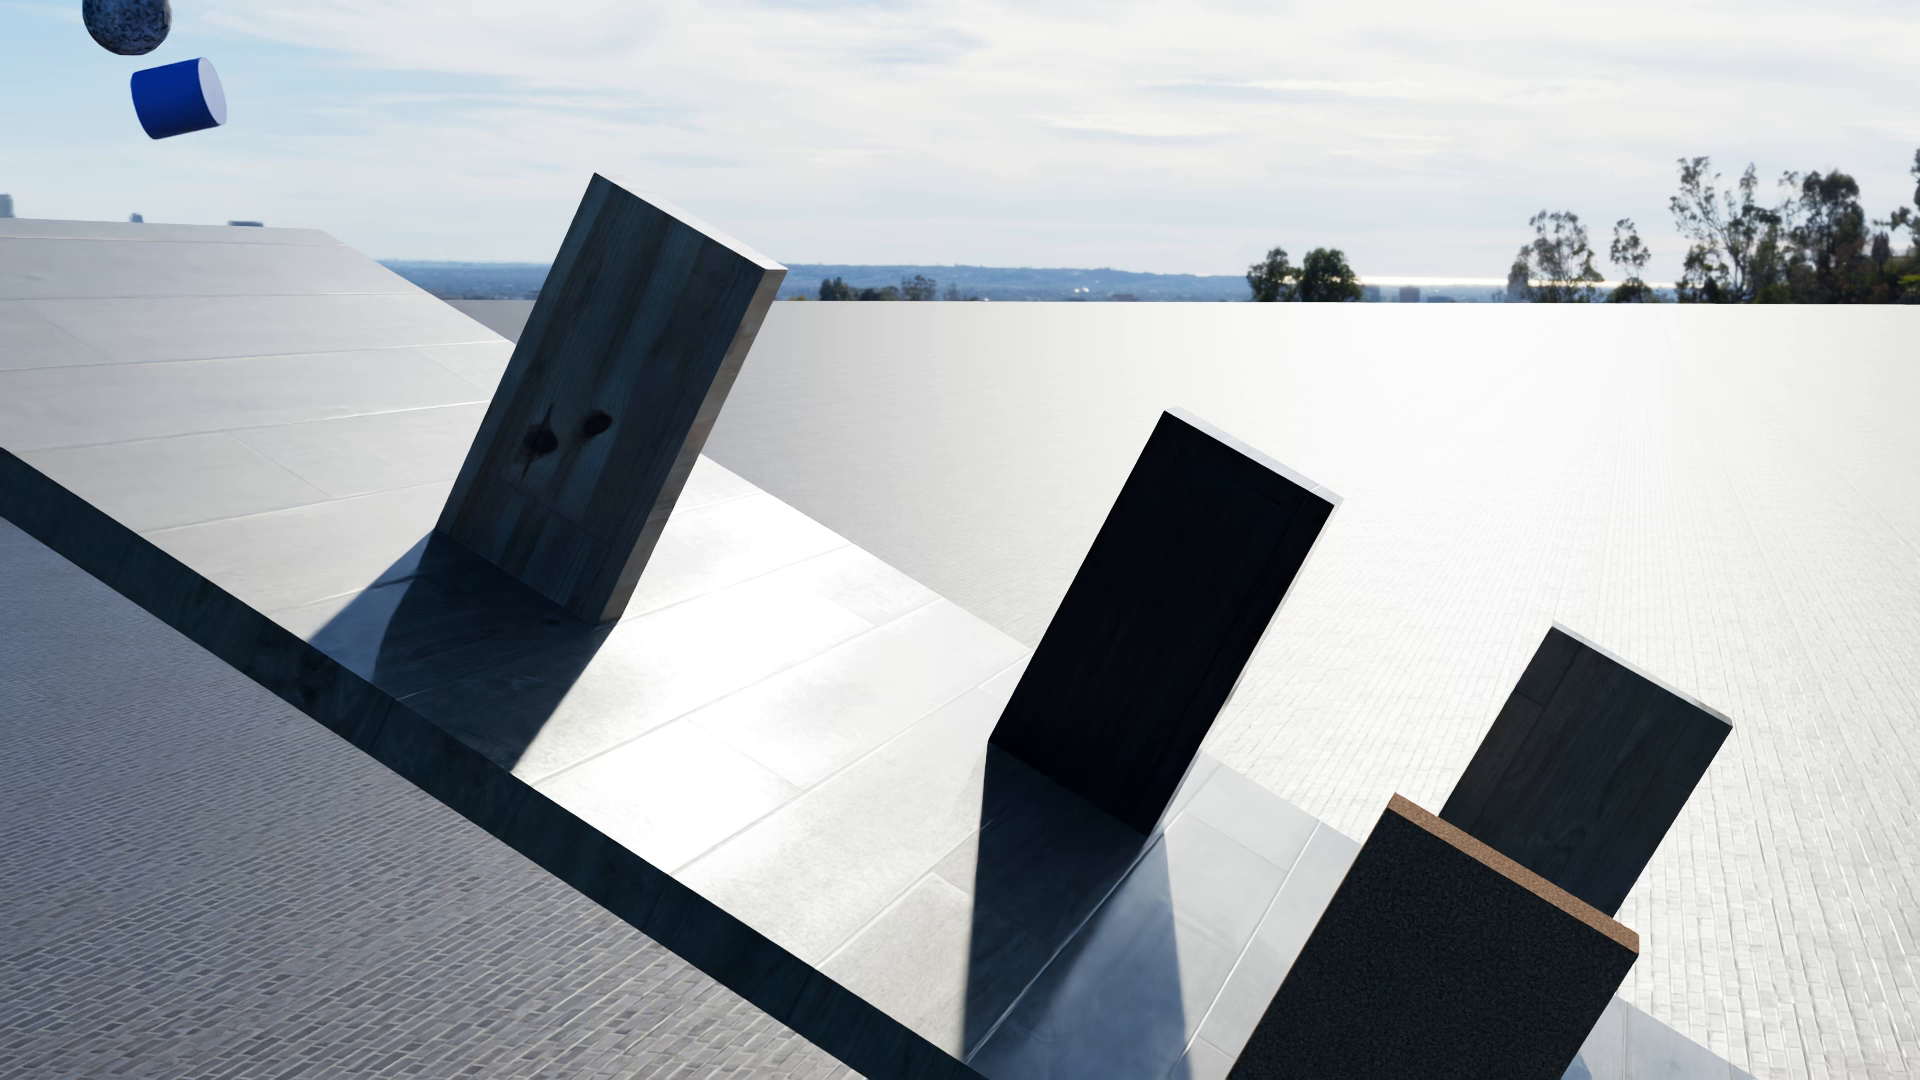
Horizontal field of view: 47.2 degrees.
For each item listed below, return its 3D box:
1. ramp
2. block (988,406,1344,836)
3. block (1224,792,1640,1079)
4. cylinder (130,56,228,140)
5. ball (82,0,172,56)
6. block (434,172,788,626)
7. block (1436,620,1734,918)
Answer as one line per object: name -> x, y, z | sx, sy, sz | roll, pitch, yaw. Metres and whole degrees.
ramp -> -0.222, 0.368, 4.147 | 4.000, 0.100, 2.000 | 30, 14, 12
block -> 0.397, 0.158, 4.288 | 0.369, 0.746, 0.139 | 30, 14, 12
block -> 0.659, 0.710, 3.182 | 0.392, 0.561, 0.100 | 30, 14, 12
cylinder -> -1.472, -0.832, 4.146 | 0.130, 0.130, 0.130 | -12, 7, 1
ball -> -1.593, -1.008, 4.208 | 0.163, 0.163, 0.163 | 0, 7, 0
block -> -0.626, -0.248, 3.913 | 0.360, 0.715, 0.103 | 30, 14, 12
block -> 1.203, 0.560, 4.458 | 0.395, 0.689, 0.087 | 30, 14, 12
